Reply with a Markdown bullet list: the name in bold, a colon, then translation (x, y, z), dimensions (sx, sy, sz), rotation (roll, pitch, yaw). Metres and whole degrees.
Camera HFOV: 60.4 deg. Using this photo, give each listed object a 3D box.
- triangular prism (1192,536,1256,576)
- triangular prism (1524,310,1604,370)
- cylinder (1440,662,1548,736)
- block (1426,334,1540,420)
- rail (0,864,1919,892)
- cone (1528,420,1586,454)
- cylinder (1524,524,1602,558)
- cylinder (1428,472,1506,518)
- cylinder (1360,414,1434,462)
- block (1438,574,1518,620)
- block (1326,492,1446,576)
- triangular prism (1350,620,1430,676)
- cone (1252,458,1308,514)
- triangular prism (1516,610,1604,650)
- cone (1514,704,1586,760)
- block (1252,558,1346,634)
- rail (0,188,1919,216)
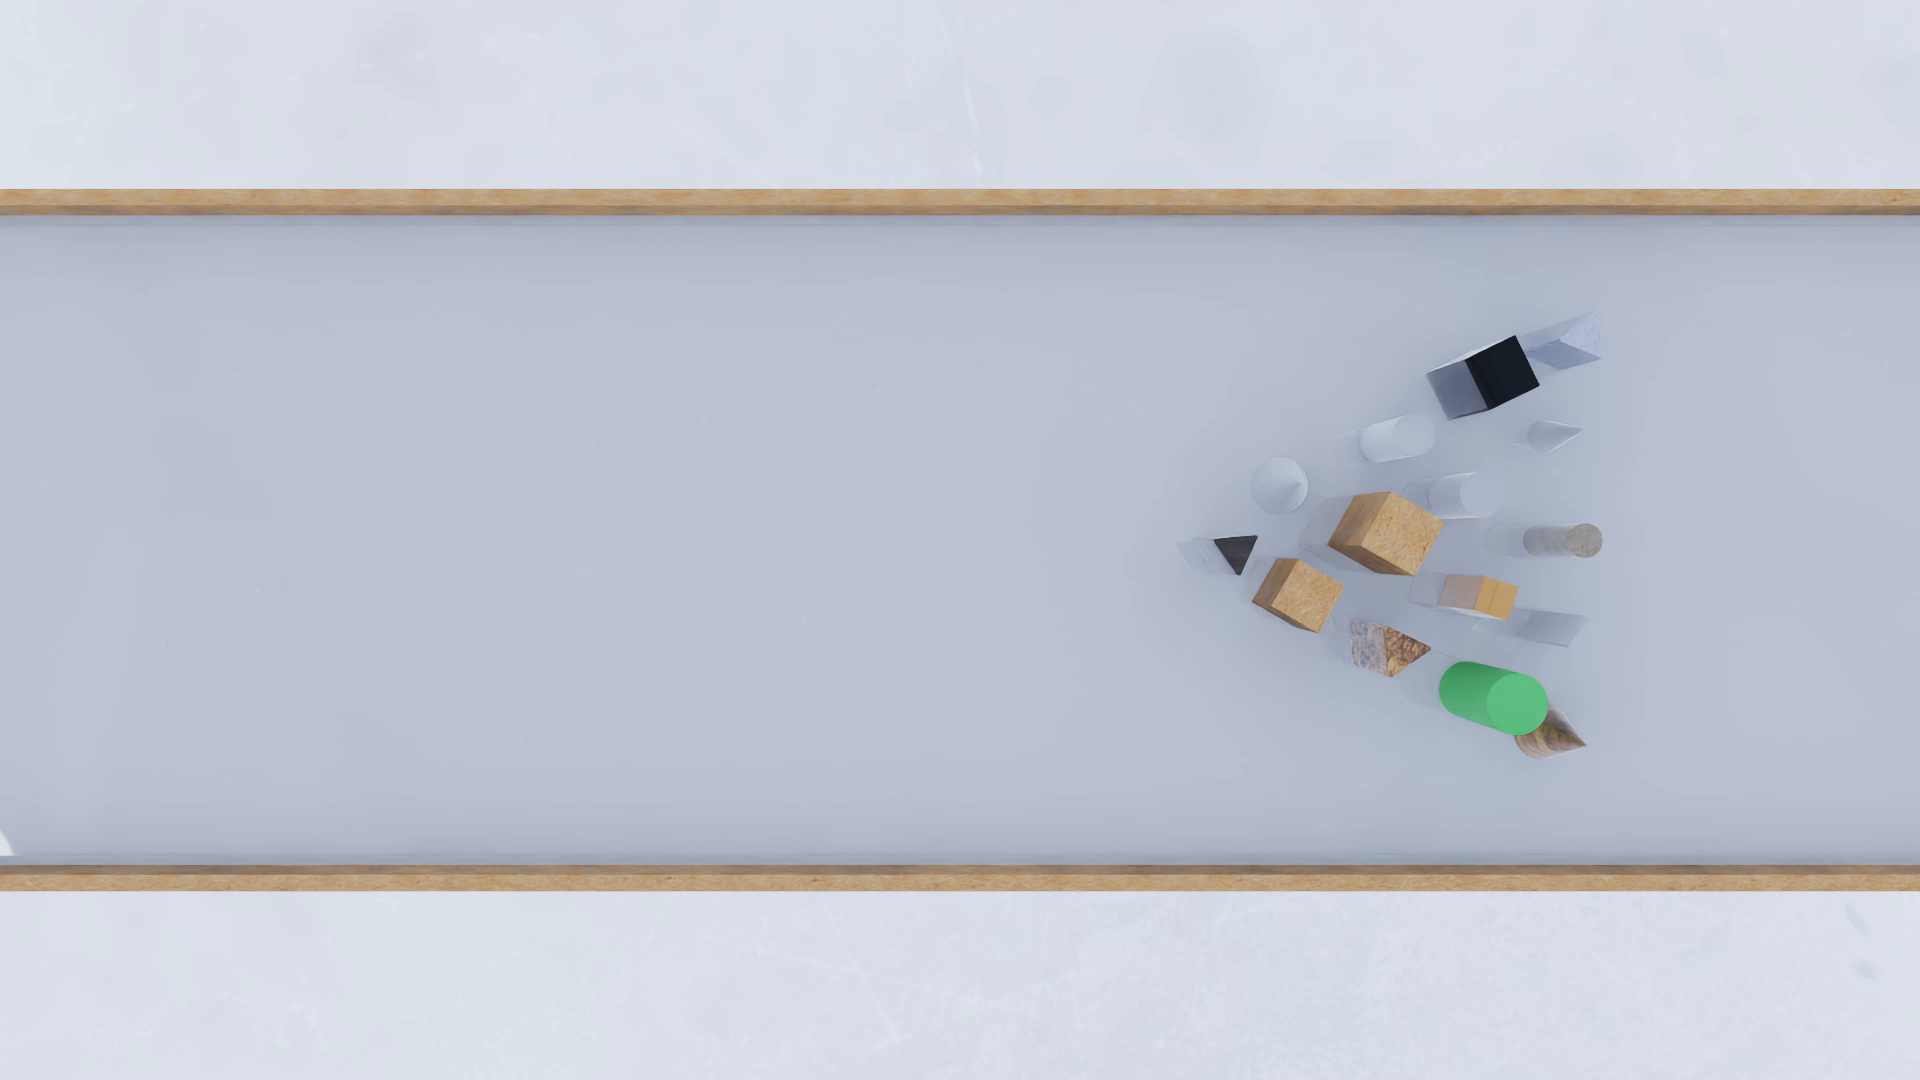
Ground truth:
- **triangular prism**: translation (0.792, 0.019, 4.854), dimensions (0.106, 0.445, 0.123), rotation (-35, 90, 0)
- **triangular prism**: translation (1.813, -0.606, 4.913), dimensions (0.137, 0.326, 0.119), rotation (22, 90, 0)
- **cylinder**: translation (1.561, 0.460, 4.848), dimensions (0.174, 0.456, 0.174), rotation (0, 90, 0)
- **block**: translation (1.539, -0.475, 4.878), dimensions (0.161, 0.396, 0.161), rotation (-26, 90, 0)
- **rail**: translation (-2.247, 1.025, 5.001), dimensions (12.000, 0.150, 0.050), rotation (0, 90, 0)
- **cone**: translation (1.799, -0.319, 4.906), dimensions (0.103, 0.342, 0.103), rotation (0, 90, 0)
- **cylinder**: translation (1.783, 0.002, 4.890), dimensions (0.100, 0.373, 0.100), rotation (0, 90, 0)
- **cylinder**: translation (1.509, -0.132, 4.919), dimensions (0.133, 0.315, 0.133), rotation (0, 90, 0)
- **cylinder**: translation (1.292, -0.299, 4.885), dimensions (0.120, 0.383, 0.120), rotation (0, 90, 0)
- **block**: translation (1.533, 0.167, 4.895), dimensions (0.101, 0.363, 0.101), rotation (18, 90, 0)
- **block**: translation (1.249, -0.018, 4.862), dimensions (0.176, 0.429, 0.176), rotation (30, 90, 0)
- **triangular prism**: translation (1.237, 0.295, 4.866), dimensions (0.143, 0.420, 0.123), rotation (-35, 90, 0)
- **cone**: translation (0.984, -0.168, 4.923), dimensions (0.174, 0.307, 0.174), rotation (0, 90, 0)
- **triangular prism**: translation (1.768, 0.260, 4.860), dimensions (0.106, 0.432, 0.092), rotation (6, 90, 0)
- **cone**: translation (1.793, 0.589, 4.895), dimensions (0.176, 0.364, 0.176), rotation (0, 90, 0)
- **block**: translation (1.005, 0.162, 4.917), dimensions (0.157, 0.319, 0.157), rotation (30, 90, 0)
- **rail**: translation (-2.247, -1.025, 5.002), dimensions (12.000, 0.150, 0.050), rotation (0, 90, 0)
